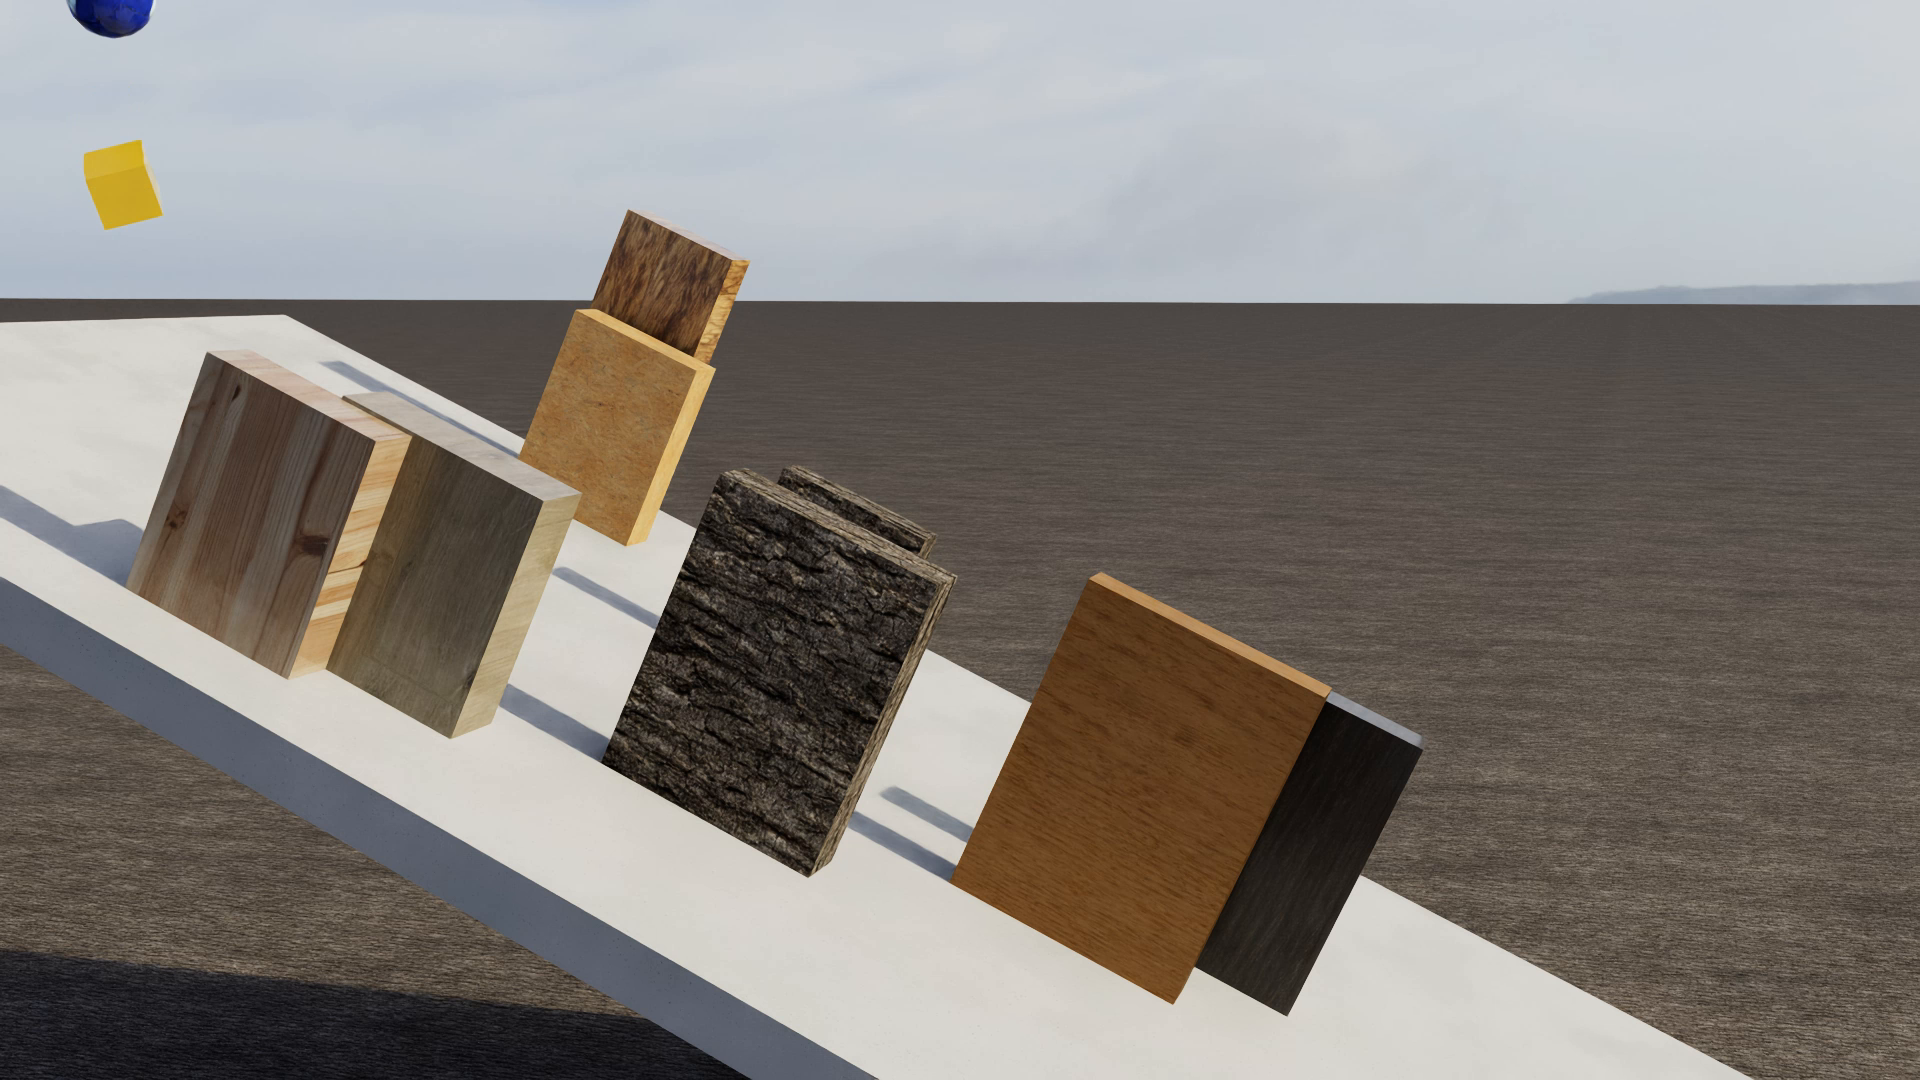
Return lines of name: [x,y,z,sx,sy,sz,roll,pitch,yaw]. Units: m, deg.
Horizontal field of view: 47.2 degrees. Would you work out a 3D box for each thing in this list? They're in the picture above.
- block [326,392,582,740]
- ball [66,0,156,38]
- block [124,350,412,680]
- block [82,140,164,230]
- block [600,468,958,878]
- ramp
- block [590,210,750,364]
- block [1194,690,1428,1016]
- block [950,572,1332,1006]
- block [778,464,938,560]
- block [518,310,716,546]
block: [-0.895,0.037,3.634,0.392,0.434,0.134,27,14,13]
ball: [-1.742,-1.121,4.512,0.177,0.177,0.177,0,7,0]
block: [-1.124,-0.044,3.574,0.333,0.426,0.113,27,14,13]
block: [-1.658,-0.704,4.355,0.114,0.114,0.114,-17,41,-12]
block: [-0.307,0.220,3.685,0.412,0.549,0.110,27,14,13]
ramp: [-0.275,0.472,4.176,4.000,0.100,2.000,27,14,13]
block: [-0.746,-0.398,5.079,0.279,0.665,0.106,27,14,13]
block: [0.558,0.528,3.966,0.349,0.553,0.092,27,14,13]
block: [0.306,0.428,3.807,0.443,0.606,0.090,27,14,13]
block: [-0.280,0.113,4.415,0.324,0.426,0.084,27,14,13]
block: [-0.786,-0.255,4.958,0.320,0.434,0.105,27,14,13]
